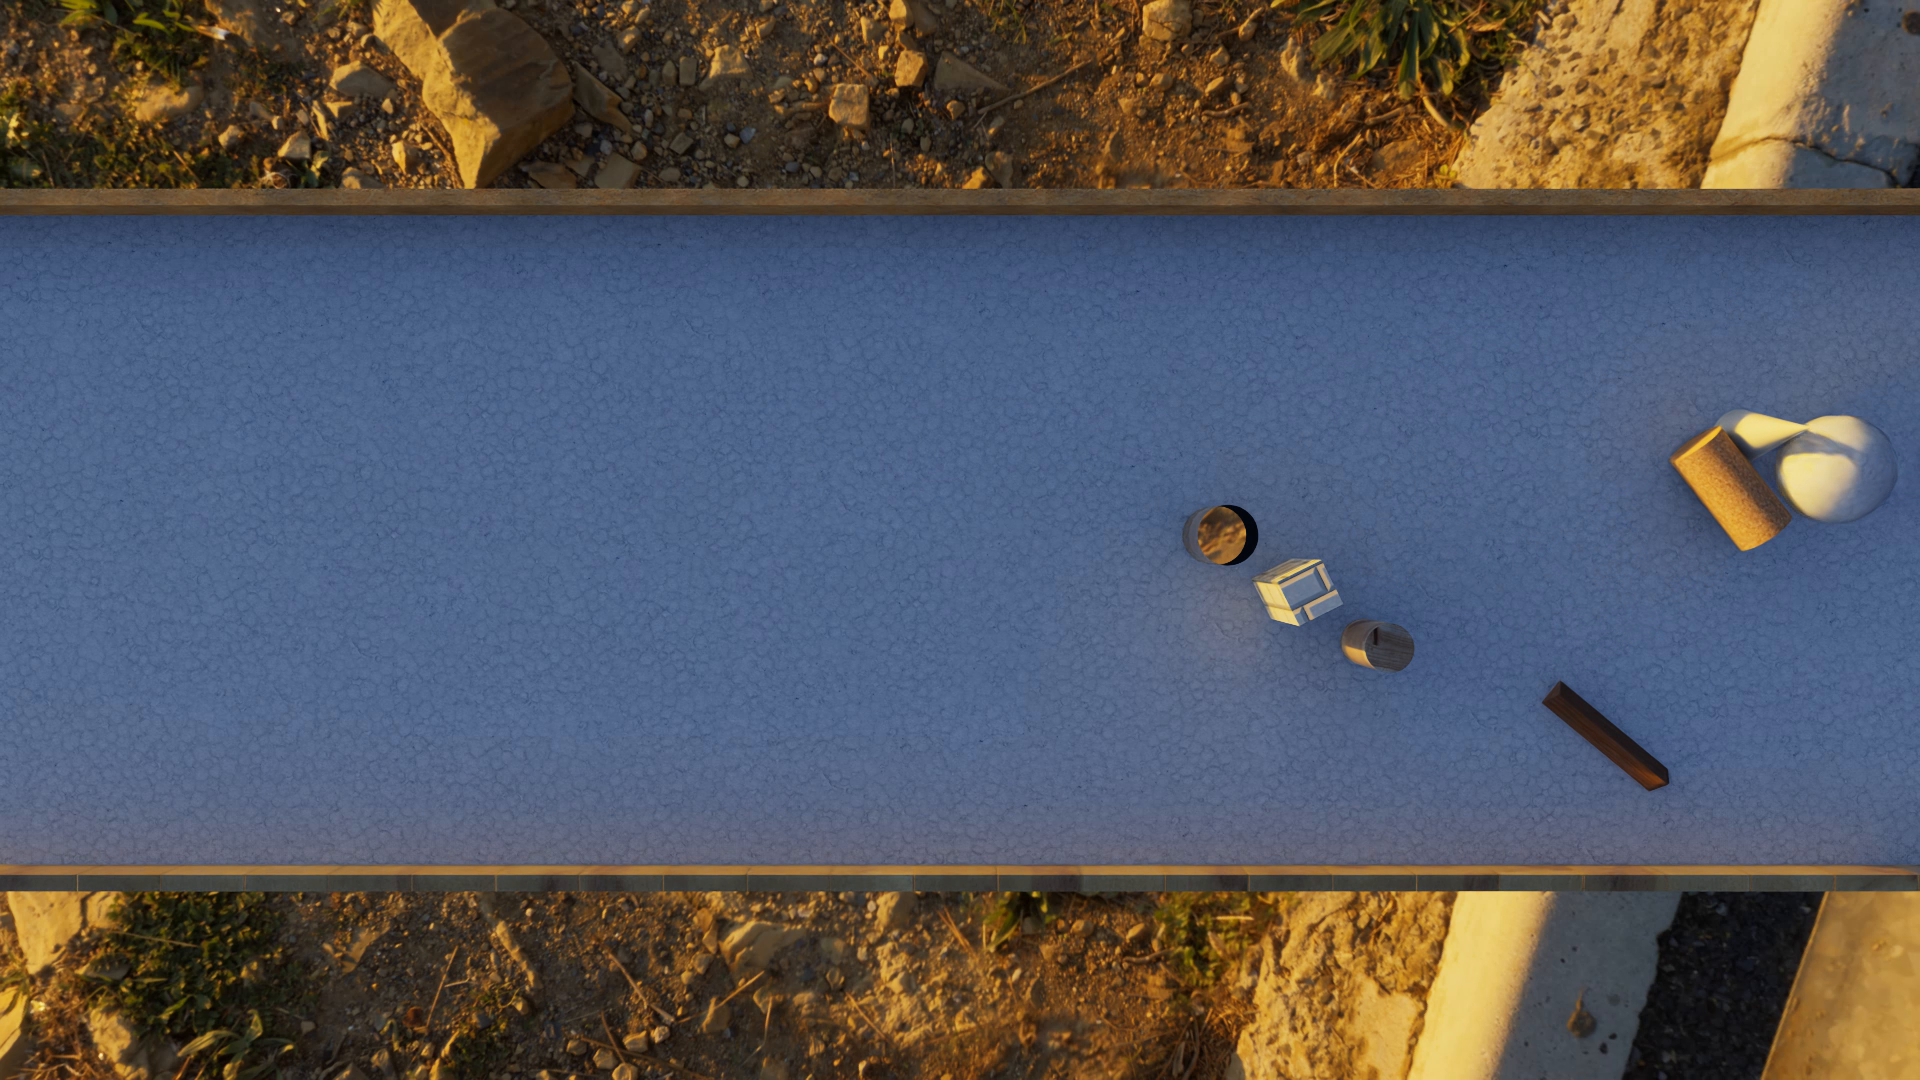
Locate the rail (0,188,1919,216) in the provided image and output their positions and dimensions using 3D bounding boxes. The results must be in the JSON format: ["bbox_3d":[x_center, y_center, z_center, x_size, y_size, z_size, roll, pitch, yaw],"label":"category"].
[{"bbox_3d":[-2.247,-1.025,5.002,12.000,0.150,0.050,0,90,0],"label":"rail"}]

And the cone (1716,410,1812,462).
[{"bbox_3d":[2.400,-0.318,4.863,0.168,0.427,0.168,0,90,0],"label":"cone"}]

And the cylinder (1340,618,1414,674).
[{"bbox_3d":[1.243,0.313,4.923,0.144,0.307,0.144,0,90,0],"label":"cylinder"}]

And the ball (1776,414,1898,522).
[{"bbox_3d":[2.612,-0.213,4.915,0.322,0.322,0.322,0,90,0],"label":"ball"}]

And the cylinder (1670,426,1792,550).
[{"bbox_3d":[2.329,-0.156,4.989,0.175,0.175,0.342,-38,90,0],"label":"cylinder"}]

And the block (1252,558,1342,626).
[{"bbox_3d":[0.989,0.149,4.866,0.139,0.421,0.139,-26,90,0],"label":"block"}]

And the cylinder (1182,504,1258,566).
[{"bbox_3d":[0.772,-0.014,4.912,0.176,0.328,0.176,0,90,0],"label":"cylinder"}]

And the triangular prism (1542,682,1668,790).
[{"bbox_3d":[1.983,0.603,5.037,0.428,0.076,0.087,40,90,0],"label":"triangular prism"}]

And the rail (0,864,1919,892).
[{"bbox_3d":[-2.247,1.025,5.001,12.000,0.150,0.050,0,90,0],"label":"rail"}]
